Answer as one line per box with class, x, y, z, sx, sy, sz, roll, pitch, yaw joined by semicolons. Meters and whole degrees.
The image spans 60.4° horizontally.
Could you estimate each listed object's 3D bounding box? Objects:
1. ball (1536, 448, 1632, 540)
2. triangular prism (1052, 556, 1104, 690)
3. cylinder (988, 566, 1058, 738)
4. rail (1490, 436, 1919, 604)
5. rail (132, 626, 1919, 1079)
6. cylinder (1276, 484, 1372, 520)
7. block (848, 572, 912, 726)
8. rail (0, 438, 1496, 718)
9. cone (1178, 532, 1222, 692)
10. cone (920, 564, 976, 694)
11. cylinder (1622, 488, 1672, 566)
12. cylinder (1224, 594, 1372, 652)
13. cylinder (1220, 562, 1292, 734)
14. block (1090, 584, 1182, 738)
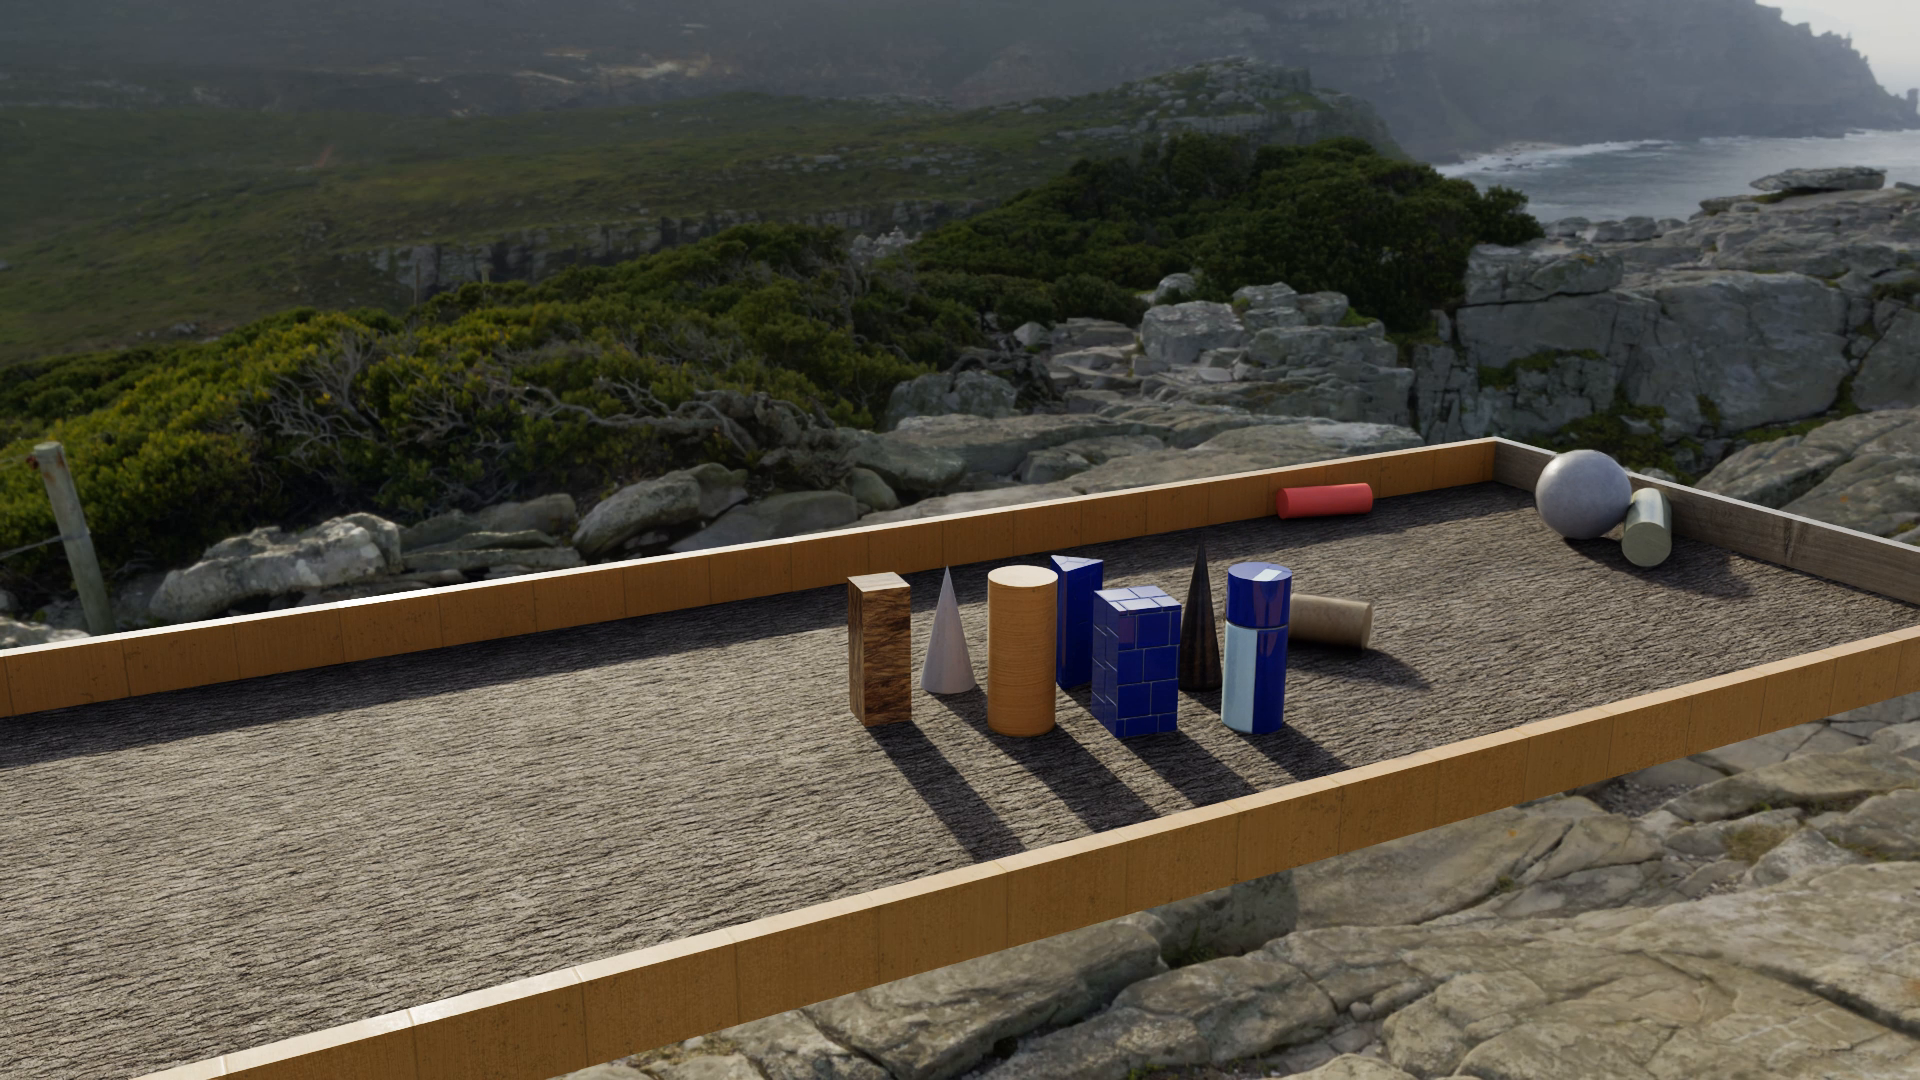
ball;2.018;-0.149;5.345;0.292;0.292;0.292;0;16;0
triangular prism;0.267;0.199;4.130;0.132;0.309;0.114;-14;21;-39
cylinder;0.144;0.257;3.832;0.160;0.365;0.160;0;16;0
rail;2.466;-0.048;5.253;0.050;0.150;2.100;-9;18;-27
rail;-2.336;1.006;1.665;12.000;0.150;0.050;-9;18;-27
cylinder;1.241;-0.132;5.620;0.308;0.104;0.104;-4;17;-13
block;-0.190;0.257;3.889;0.116;0.334;0.116;-6;18;-21
rail;-3.305;0.497;3.399;12.000;0.150;0.050;-9;18;-27
cone;0.592;0.165;4.084;0.136;0.401;0.136;0;16;0
cone;-0.031;0.209;4.090;0.143;0.313;0.143;0;16;0
cylinder;2.190;-0.045;5.253;0.143;0.143;0.447;7;18;22
cylinder;0.906;0.208;4.423;0.369;0.126;0.126;8;18;25
cylinder;0.689;0.251;3.842;0.145;0.372;0.145;0;16;0
block;0.409;0.281;3.851;0.154;0.309;0.154;-5;17;-17
